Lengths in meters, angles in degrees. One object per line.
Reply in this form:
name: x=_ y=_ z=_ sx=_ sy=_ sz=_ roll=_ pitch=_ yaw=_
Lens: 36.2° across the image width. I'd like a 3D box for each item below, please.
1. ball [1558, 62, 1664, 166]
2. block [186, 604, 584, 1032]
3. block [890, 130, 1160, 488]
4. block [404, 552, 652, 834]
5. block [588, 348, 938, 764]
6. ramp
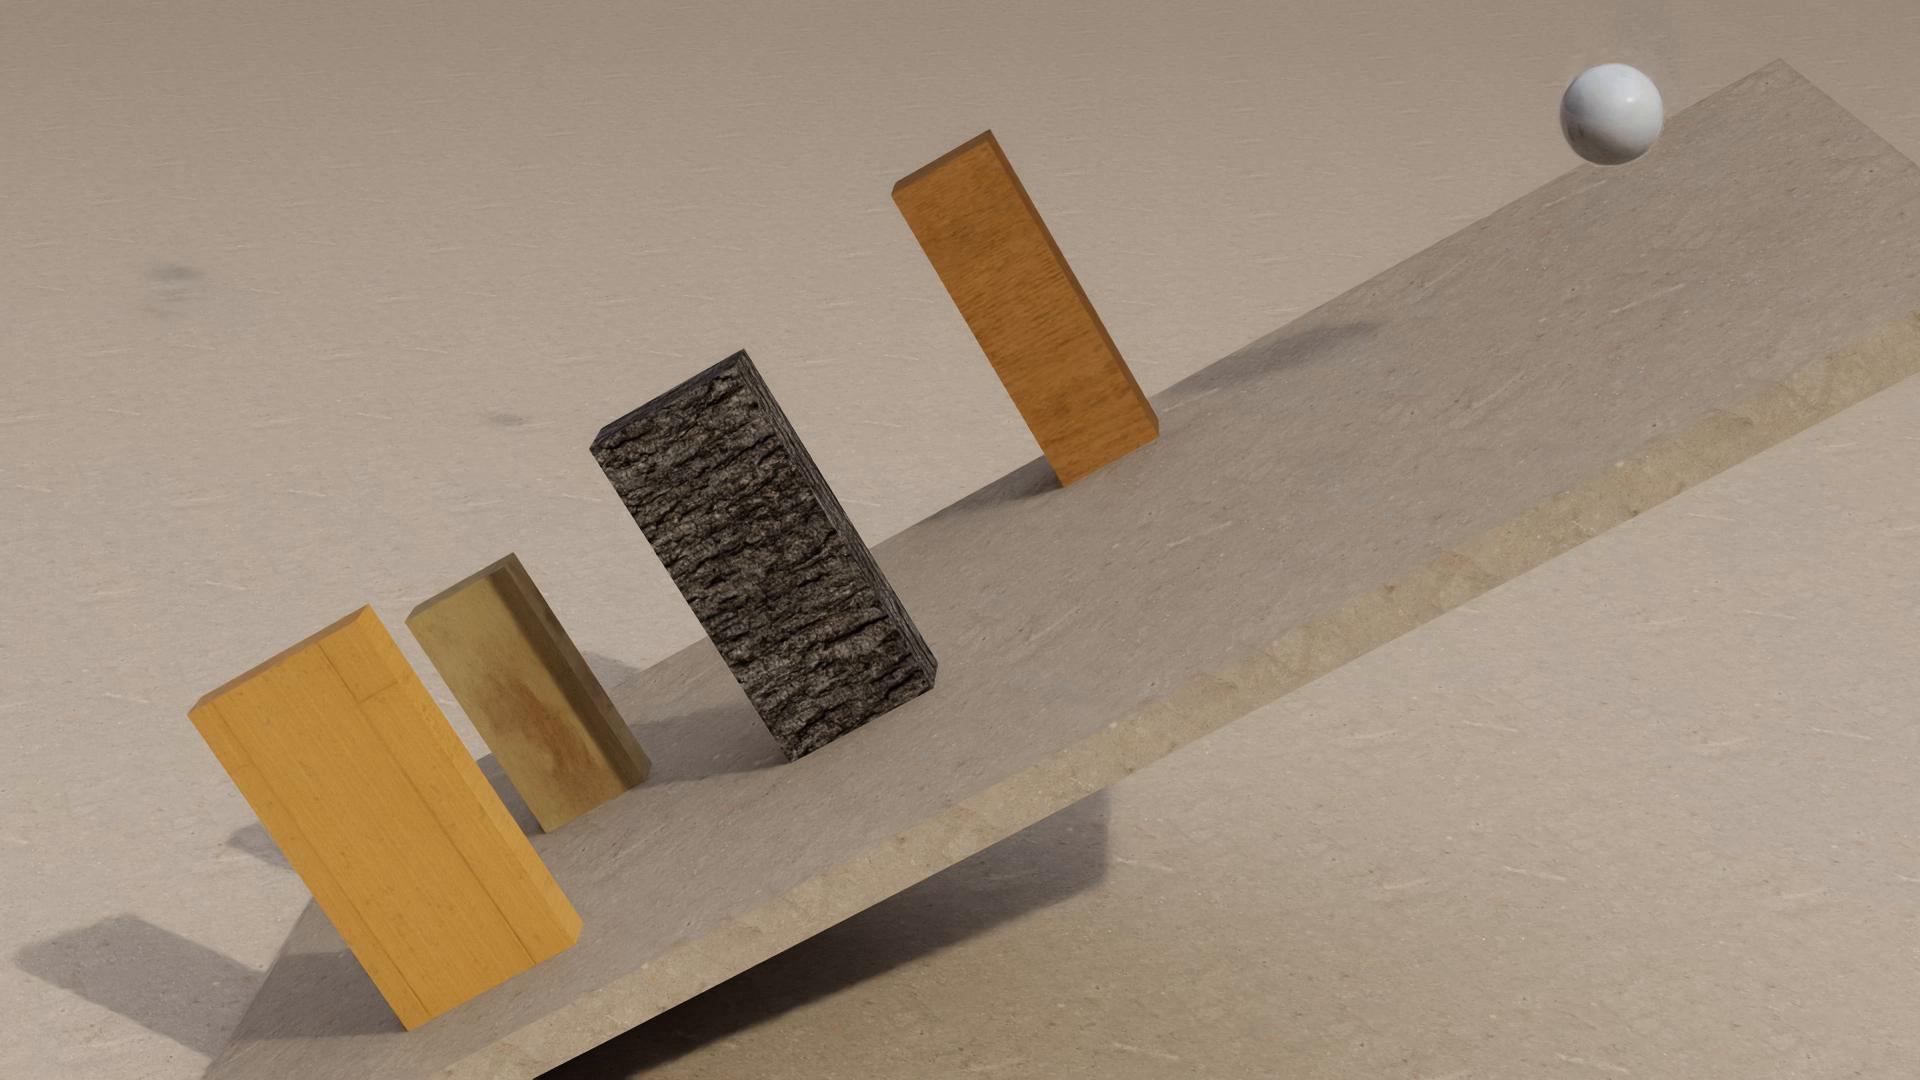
ball: x=1.296 y=-0.847 z=5.853 sx=0.204 sy=0.204 sz=0.204 roll=0 pitch=19 yaw=0
block: x=-1.126 y=0.553 z=5.796 sx=0.401 sy=0.780 sz=0.095 roll=-28 pitch=15 yaw=12
block: x=0.156 y=-0.532 z=6.787 sx=0.252 sy=0.794 sz=0.143 roll=-28 pitch=15 yaw=12
block: x=-0.959 y=0.343 z=6.561 sx=0.265 sy=0.580 sz=0.099 roll=-28 pitch=15 yaw=12
block: x=-0.395 y=0.037 z=6.035 sx=0.346 sy=0.781 sz=0.147 roll=-28 pitch=15 yaw=12
ramp: x=0.142 y=0.168 z=6.285 sx=4.000 sy=0.100 sz=2.000 roll=-28 pitch=15 yaw=12
